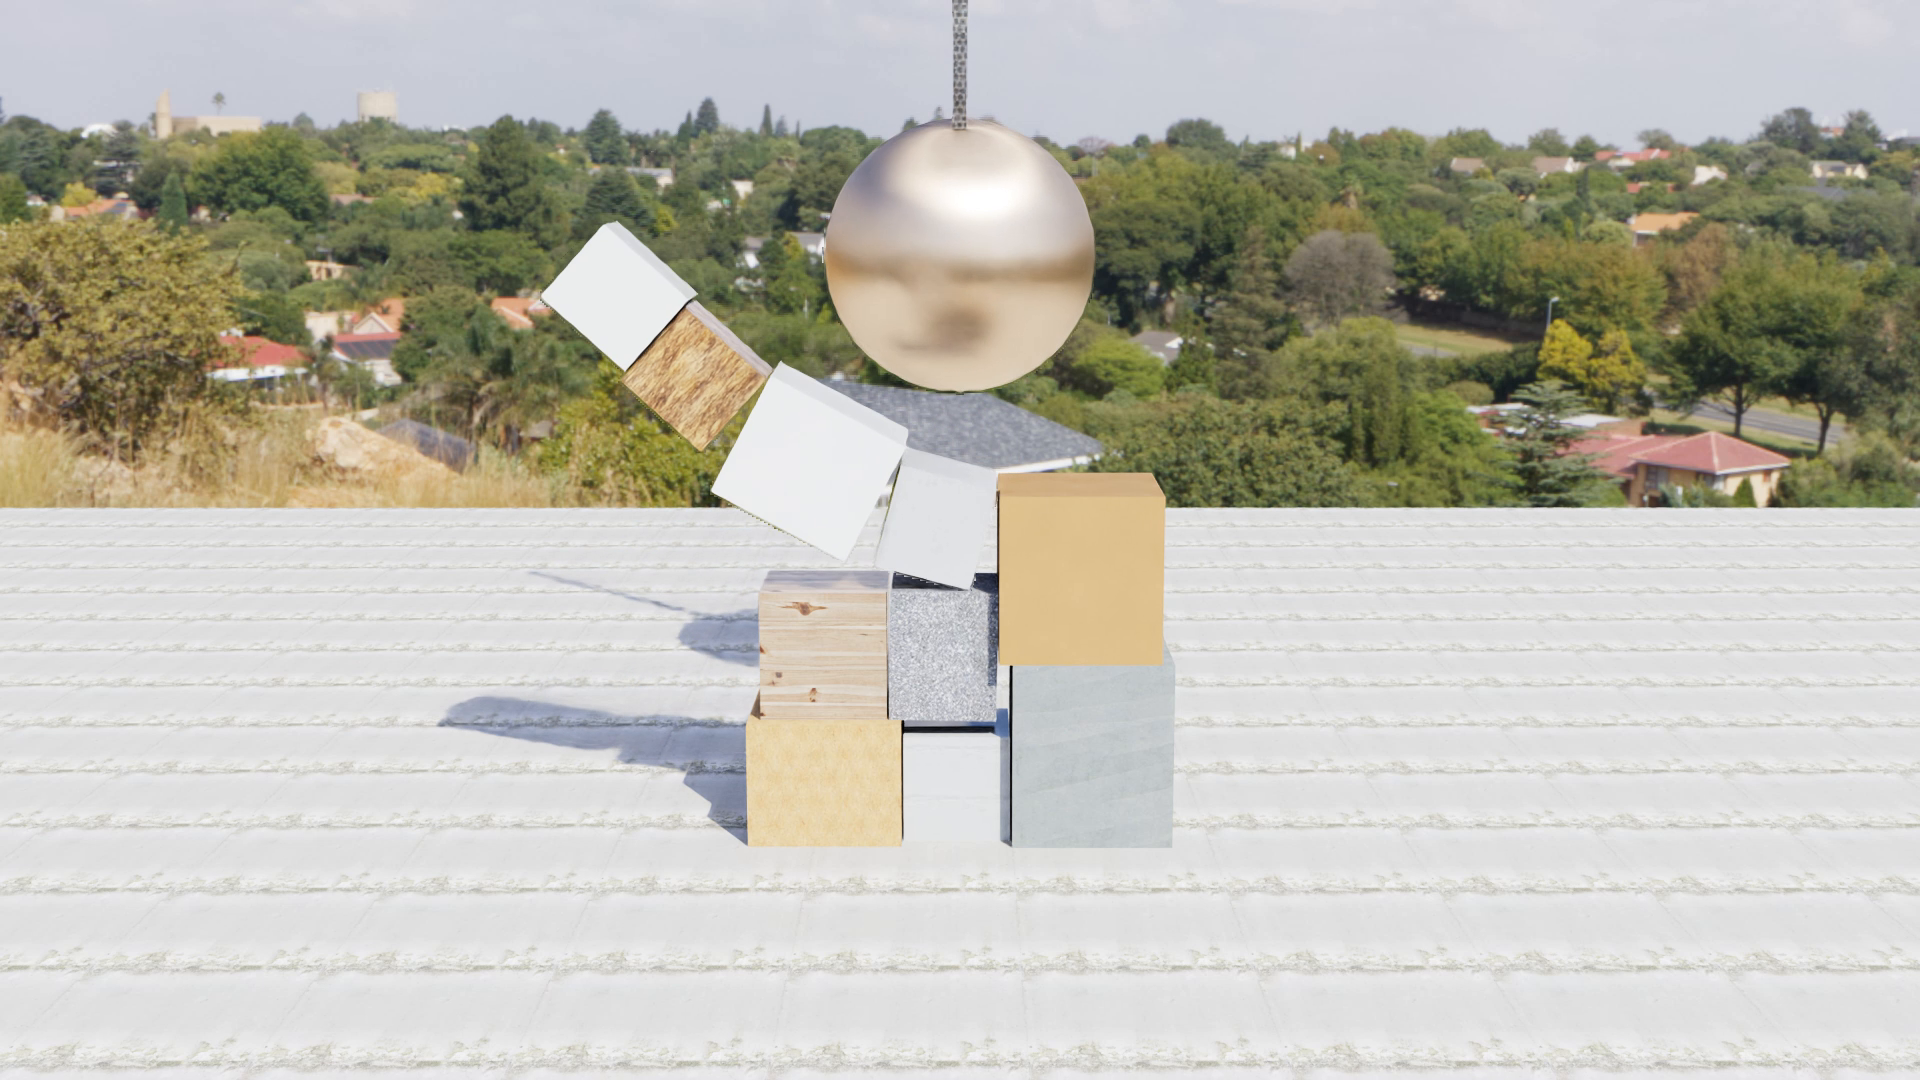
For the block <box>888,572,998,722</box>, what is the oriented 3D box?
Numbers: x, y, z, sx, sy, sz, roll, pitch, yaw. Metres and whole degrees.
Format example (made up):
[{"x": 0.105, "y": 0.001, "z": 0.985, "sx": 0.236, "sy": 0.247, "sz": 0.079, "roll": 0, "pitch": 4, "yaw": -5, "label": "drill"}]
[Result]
[{"x": -0.082, "y": 0.538, "z": 11.262, "sx": 0.540, "sy": 0.658, "sz": 0.530, "roll": 1, "pitch": 10, "yaw": 0, "label": "block"}]

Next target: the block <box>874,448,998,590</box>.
[{"x": -0.122, "y": -0.117, "z": 11.166, "sx": 0.490, "sy": 0.525, "sz": 0.561, "roll": 15, "pitch": 12, "yaw": -3, "label": "block"}]

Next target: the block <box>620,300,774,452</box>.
[{"x": -1.312, "y": -0.829, "z": 11.039, "sx": 0.528, "sy": 0.485, "sz": 0.482, "roll": 42, "pitch": 7, "yaw": -7, "label": "block"}]

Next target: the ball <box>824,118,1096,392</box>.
[{"x": 0.000, "y": -1.674, "z": 12.984, "sx": 1.600, "sy": 1.600, "sz": 1.600, "roll": 0, "pitch": 10, "yaw": 0, "label": "ball"}]

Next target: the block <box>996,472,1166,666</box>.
[{"x": 0.600, "y": 0.135, "z": 11.209, "sx": 0.810, "sy": 0.846, "sz": 0.786, "roll": 0, "pitch": 10, "yaw": 0, "label": "block"}]

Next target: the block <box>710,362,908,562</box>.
[{"x": -0.748, "y": -0.408, "z": 11.111, "sx": 0.746, "sy": 0.645, "sz": 0.646, "roll": 28, "pitch": 9, "yaw": -6, "label": "block"}]

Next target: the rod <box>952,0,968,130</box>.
[{"x": 0.000, "y": -4.603, "z": 11.257, "sx": 0.080, "sy": 5.200, "sz": 0.080, "roll": 0, "pitch": 31, "yaw": 0, "label": "rod"}]

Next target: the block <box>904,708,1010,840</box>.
[{"x": -0.016, "y": 1.209, "z": 11.402, "sx": 0.538, "sy": 0.542, "sz": 0.580, "roll": 0, "pitch": 10, "yaw": 0, "label": "block"}]

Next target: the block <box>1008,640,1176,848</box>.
[{"x": 0.665, "y": 1.012, "z": 11.374, "sx": 0.805, "sy": 0.939, "sz": 0.827, "roll": 0, "pitch": 10, "yaw": 0, "label": "block"}]

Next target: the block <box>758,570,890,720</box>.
[{"x": -0.685, "y": 0.533, "z": 11.292, "sx": 0.635, "sy": 0.650, "sz": 0.597, "roll": 0, "pitch": 10, "yaw": 0, "label": "block"}]

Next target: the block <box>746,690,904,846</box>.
[{"x": -0.681, "y": 1.167, "z": 11.383, "sx": 0.772, "sy": 0.631, "sz": 0.746, "roll": 0, "pitch": 10, "yaw": 0, "label": "block"}]

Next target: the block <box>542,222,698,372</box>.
[{"x": -1.685, "y": -1.219, "z": 10.938, "sx": 0.541, "sy": 0.469, "sz": 0.504, "roll": 42, "pitch": 7, "yaw": -7, "label": "block"}]
